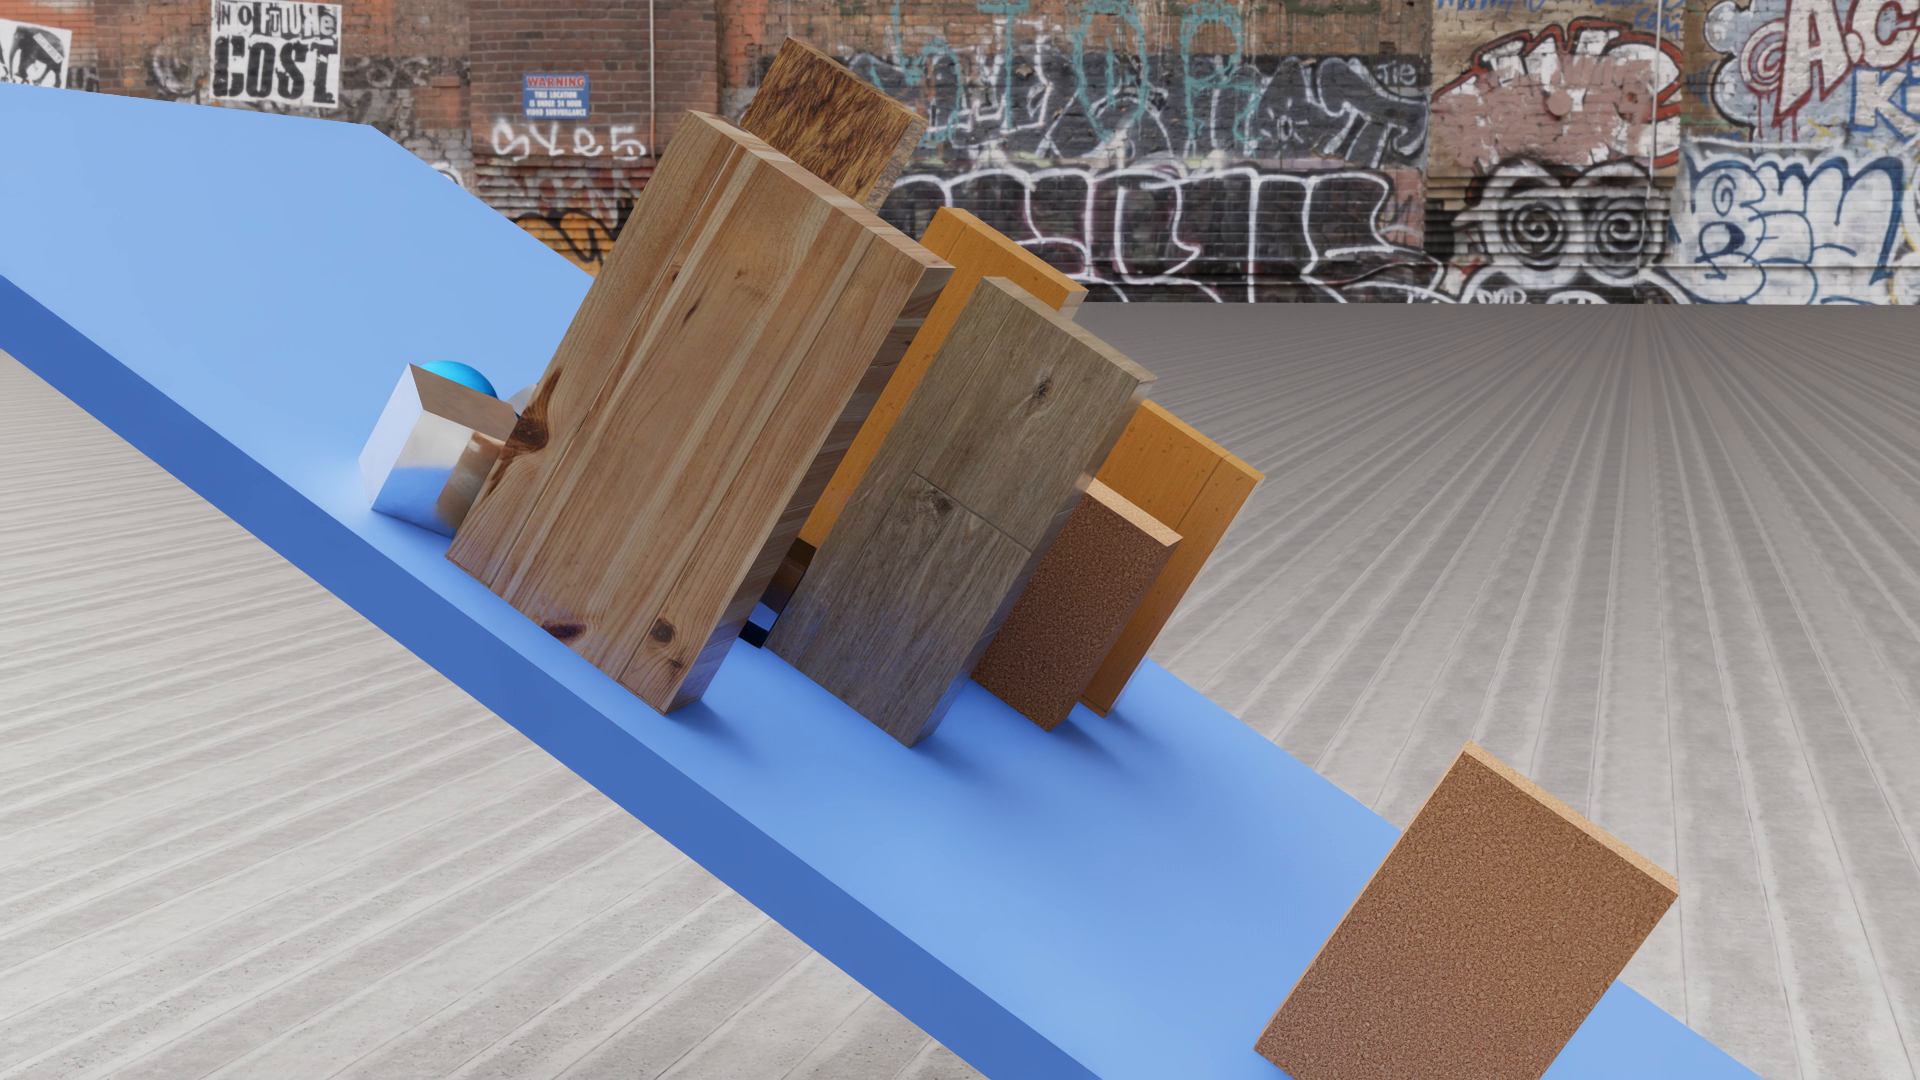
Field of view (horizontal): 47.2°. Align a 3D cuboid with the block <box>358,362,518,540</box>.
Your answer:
[{"bbox_3d":[-0.813,-0.133,3.462,0.182,0.182,0.182,23,17,-30],"label":"block"}]

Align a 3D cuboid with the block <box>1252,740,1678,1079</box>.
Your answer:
[{"bbox_3d":[0.754,0.641,3.309,0.362,0.573,0.087,34,15,11],"label":"block"}]

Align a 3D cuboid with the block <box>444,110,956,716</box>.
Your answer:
[{"bbox_3d":[-0.397,-0.186,3.283,0.426,0.782,0.138,34,15,11],"label":"block"}]

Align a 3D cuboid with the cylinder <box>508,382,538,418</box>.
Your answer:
[{"bbox_3d":[-0.676,-0.139,3.736,0.190,0.190,0.190,39,26,26],"label":"cylinder"}]

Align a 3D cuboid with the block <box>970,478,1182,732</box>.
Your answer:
[{"bbox_3d":[0.181,0.101,4.201,0.284,0.427,0.150,34,15,11],"label":"block"}]

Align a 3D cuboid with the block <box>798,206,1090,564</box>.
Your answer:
[{"bbox_3d":[-0.096,-0.196,3.949,0.275,0.763,0.136,34,15,11],"label":"block"}]

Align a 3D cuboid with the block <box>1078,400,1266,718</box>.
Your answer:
[{"bbox_3d":[0.333,0.038,4.417,0.283,0.574,0.103,34,15,11],"label":"block"}]

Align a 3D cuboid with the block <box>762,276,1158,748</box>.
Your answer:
[{"bbox_3d":[-0.005,-0.046,3.698,0.311,0.736,0.136,34,15,11],"label":"block"}]

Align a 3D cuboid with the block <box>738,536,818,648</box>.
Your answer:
[{"bbox_3d":[-0.362,0.060,3.780,0.158,0.158,0.158,30,15,-5],"label":"block"}]

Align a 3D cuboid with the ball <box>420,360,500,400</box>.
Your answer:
[{"bbox_3d":[-0.848,-0.205,3.627,0.181,0.181,0.181,0,7,0],"label":"ball"}]

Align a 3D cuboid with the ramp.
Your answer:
[{"bbox_3d":[-0.148,0.246,4.110,4.000,0.100,2.000,34,15,11],"label":"ramp"}]

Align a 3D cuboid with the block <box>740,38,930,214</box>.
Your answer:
[{"bbox_3d":[-0.417,-0.720,5.020,0.348,0.754,0.121,34,15,11],"label":"block"}]
